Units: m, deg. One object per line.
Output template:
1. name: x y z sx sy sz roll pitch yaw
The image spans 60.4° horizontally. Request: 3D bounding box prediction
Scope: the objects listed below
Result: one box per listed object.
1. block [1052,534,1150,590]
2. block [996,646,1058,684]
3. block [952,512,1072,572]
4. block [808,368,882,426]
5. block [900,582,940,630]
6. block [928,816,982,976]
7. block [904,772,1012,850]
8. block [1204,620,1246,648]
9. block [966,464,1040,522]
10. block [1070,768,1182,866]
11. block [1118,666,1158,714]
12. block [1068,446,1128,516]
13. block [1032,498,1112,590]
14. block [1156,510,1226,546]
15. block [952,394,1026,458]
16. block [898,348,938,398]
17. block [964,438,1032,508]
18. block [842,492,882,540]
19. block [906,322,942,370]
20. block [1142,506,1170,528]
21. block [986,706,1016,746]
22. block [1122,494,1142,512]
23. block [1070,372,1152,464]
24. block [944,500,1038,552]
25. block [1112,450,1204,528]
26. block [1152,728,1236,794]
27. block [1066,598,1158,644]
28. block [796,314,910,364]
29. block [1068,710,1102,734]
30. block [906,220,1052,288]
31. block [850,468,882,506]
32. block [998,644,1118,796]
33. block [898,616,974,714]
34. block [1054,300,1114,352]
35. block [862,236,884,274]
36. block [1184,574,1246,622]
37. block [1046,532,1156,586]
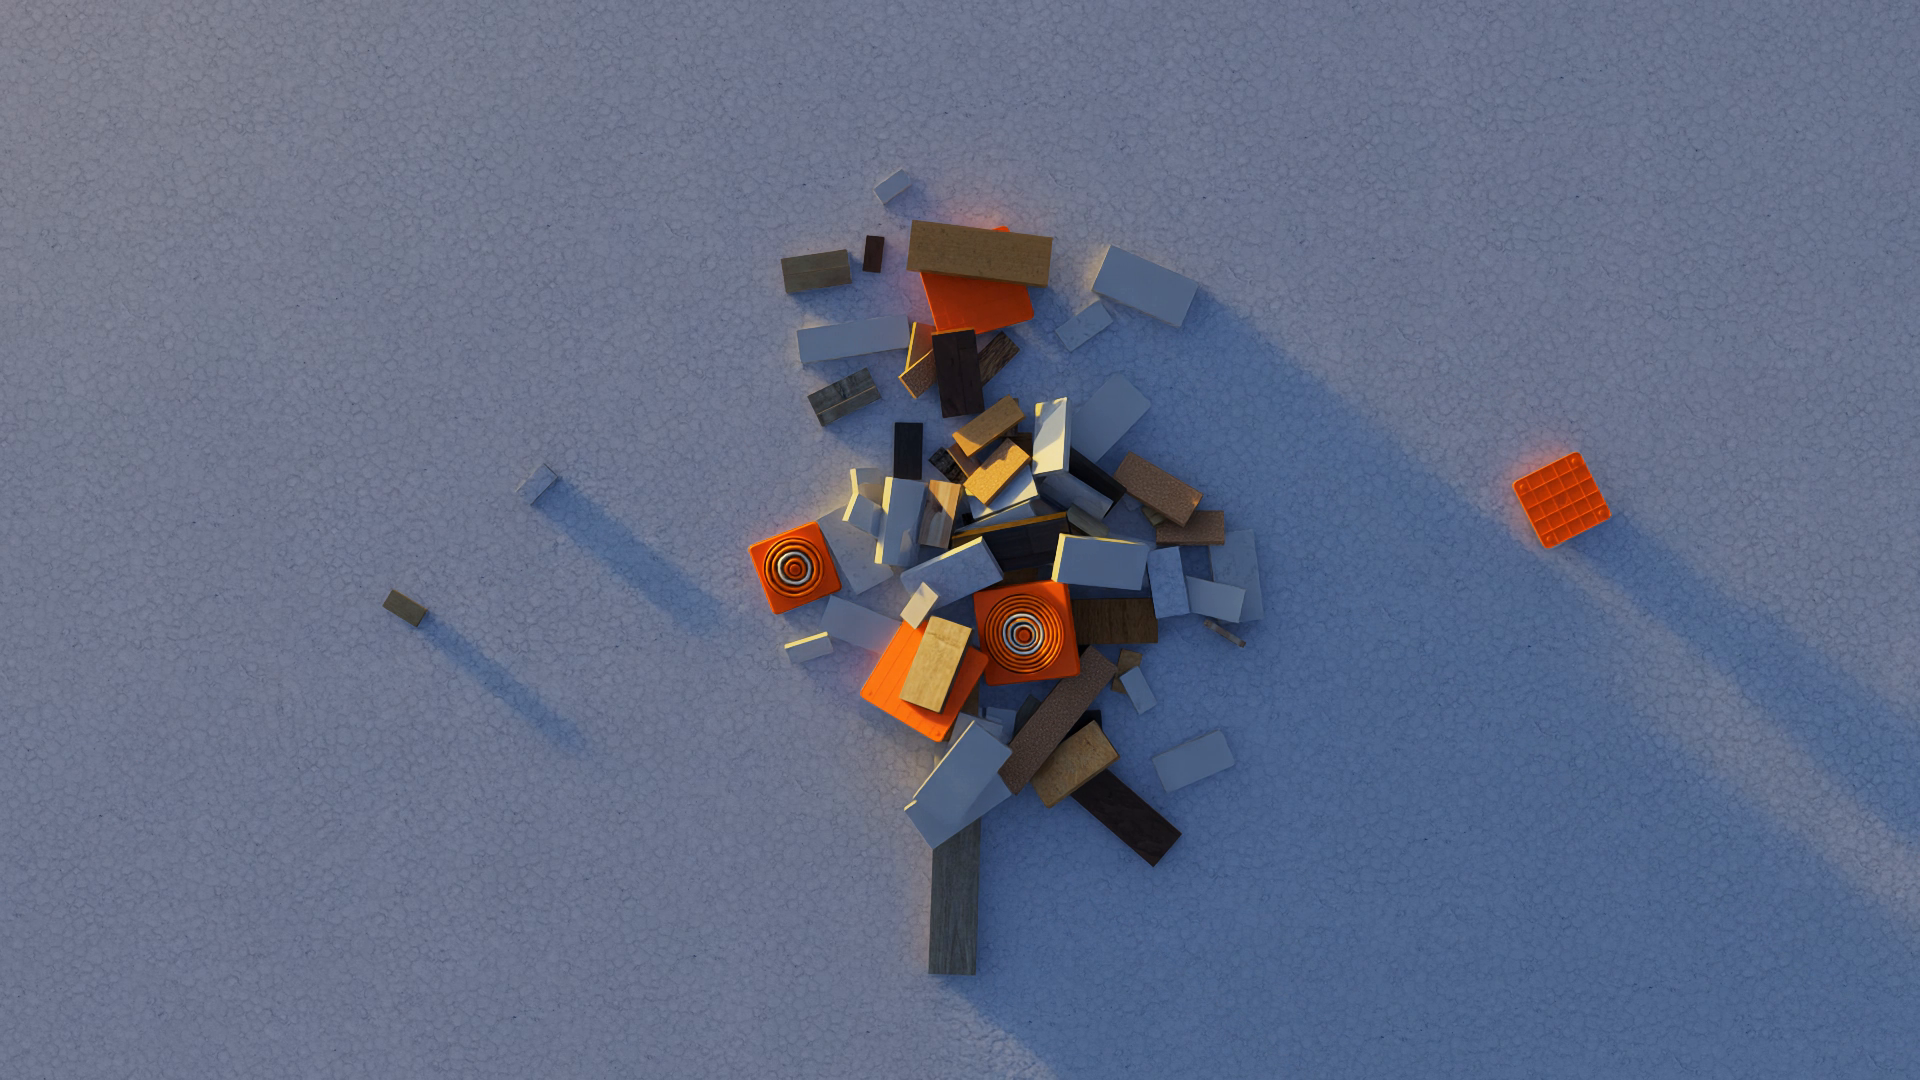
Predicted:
1. block: 0.458 0.072 5.365 0.304 0.043 0.152 6 101 -21
2. block: 0.222 0.416 5.486 0.194 0.028 0.097 -7 90 0
3. block: 0.178 0.019 5.391 0.381 0.043 0.152 -11 113 11
4. block: -0.384 -0.475 5.484 0.220 0.031 0.110 -26 90 0
5. block: -0.129 0.215 5.413 0.073 0.021 0.146 43 113 19
6. block: -0.015 1.111 5.478 0.157 0.044 0.654 2 90 0
7. block: -0.006 0.844 5.337 0.314 0.044 0.157 -35 93 2
8. block: 0.876 0.310 5.464 0.143 0.072 0.020 31 90 0
9. block: 0.141 -0.154 5.437 0.229 0.032 0.114 -21 66 13
10. block: 0.526 0.888 5.479 0.428 0.041 0.146 41 90 0
11. block: 0.590 0.498 5.472 0.073 0.021 0.146 -30 99 -10
12. block: 0.416 -0.195 5.446 0.247 0.035 0.123 37 129 -1
13. block: 0.360 0.003 5.441 0.406 0.032 0.114 35 90 0
14. block: 0.760 -0.040 5.455 0.223 0.032 0.112 0 65 4
15. block: 0.096 -0.376 5.453 0.232 0.027 0.094 -36 73 2
16. block: -0.108 -0.558 5.453 0.177 0.025 0.089 -42 106 -13
17. block: 0.123 -0.224 5.432 0.215 0.030 0.108 -46 62 -1
18. block: -0.290 -0.070 5.411 0.195 0.028 0.098 30 75 -39
19. block: -0.122 -0.620 5.471 0.094 0.027 0.187 10 90 -21
20. block: 0.684 -0.109 5.463 0.150 0.021 0.075 -29 67 -10
21. block: 0.125 0.655 5.459 0.097 0.028 0.194 7 90 0
22. block: 0.617 -0.163 5.489 0.156 0.021 0.075 -26 90 0
23. block: 0.467 -0.389 5.477 0.160 0.045 0.320 44 90 0
24. block: 0.102 -0.021 5.433 0.325 0.030 0.108 -22 100 16
25. block: 0.648 -0.169 5.445 0.285 0.035 0.123 31 78 10
26. block: 0.775 0.734 5.482 0.248 0.035 0.124 -23 90 0
27. block: 0.504 0.270 5.479 0.299 0.042 0.149 -1 90 0
28. block: -0.352 -0.669 5.484 0.371 0.031 0.110 -9 90 0
29. block: 0.391 0.608 5.490 0.160 0.020 0.072 -4 90 0
30. block: 0.064 -0.939 5.416 0.464 0.045 0.160 7 85 -3
31. block: -0.304 -0.139 5.454 0.098 0.028 0.195 -5 87 -40
32. block: 0.307 0.593 5.439 0.124 0.035 0.538 39 85 -1
33. block: -0.076 0.405 5.363 0.146 0.041 0.292 18 78 19
34. block: 0.412 -0.711 5.487 0.177 0.025 0.089 -35 90 0
35. block: -0.288 -0.951 5.492 0.059 0.017 0.119 6 90 0
36. block: 0.823 0.193 5.449 0.223 0.032 0.112 13 96 16
37. block: 0.444 0.041 5.479 0.396 0.042 0.149 12 90 0
